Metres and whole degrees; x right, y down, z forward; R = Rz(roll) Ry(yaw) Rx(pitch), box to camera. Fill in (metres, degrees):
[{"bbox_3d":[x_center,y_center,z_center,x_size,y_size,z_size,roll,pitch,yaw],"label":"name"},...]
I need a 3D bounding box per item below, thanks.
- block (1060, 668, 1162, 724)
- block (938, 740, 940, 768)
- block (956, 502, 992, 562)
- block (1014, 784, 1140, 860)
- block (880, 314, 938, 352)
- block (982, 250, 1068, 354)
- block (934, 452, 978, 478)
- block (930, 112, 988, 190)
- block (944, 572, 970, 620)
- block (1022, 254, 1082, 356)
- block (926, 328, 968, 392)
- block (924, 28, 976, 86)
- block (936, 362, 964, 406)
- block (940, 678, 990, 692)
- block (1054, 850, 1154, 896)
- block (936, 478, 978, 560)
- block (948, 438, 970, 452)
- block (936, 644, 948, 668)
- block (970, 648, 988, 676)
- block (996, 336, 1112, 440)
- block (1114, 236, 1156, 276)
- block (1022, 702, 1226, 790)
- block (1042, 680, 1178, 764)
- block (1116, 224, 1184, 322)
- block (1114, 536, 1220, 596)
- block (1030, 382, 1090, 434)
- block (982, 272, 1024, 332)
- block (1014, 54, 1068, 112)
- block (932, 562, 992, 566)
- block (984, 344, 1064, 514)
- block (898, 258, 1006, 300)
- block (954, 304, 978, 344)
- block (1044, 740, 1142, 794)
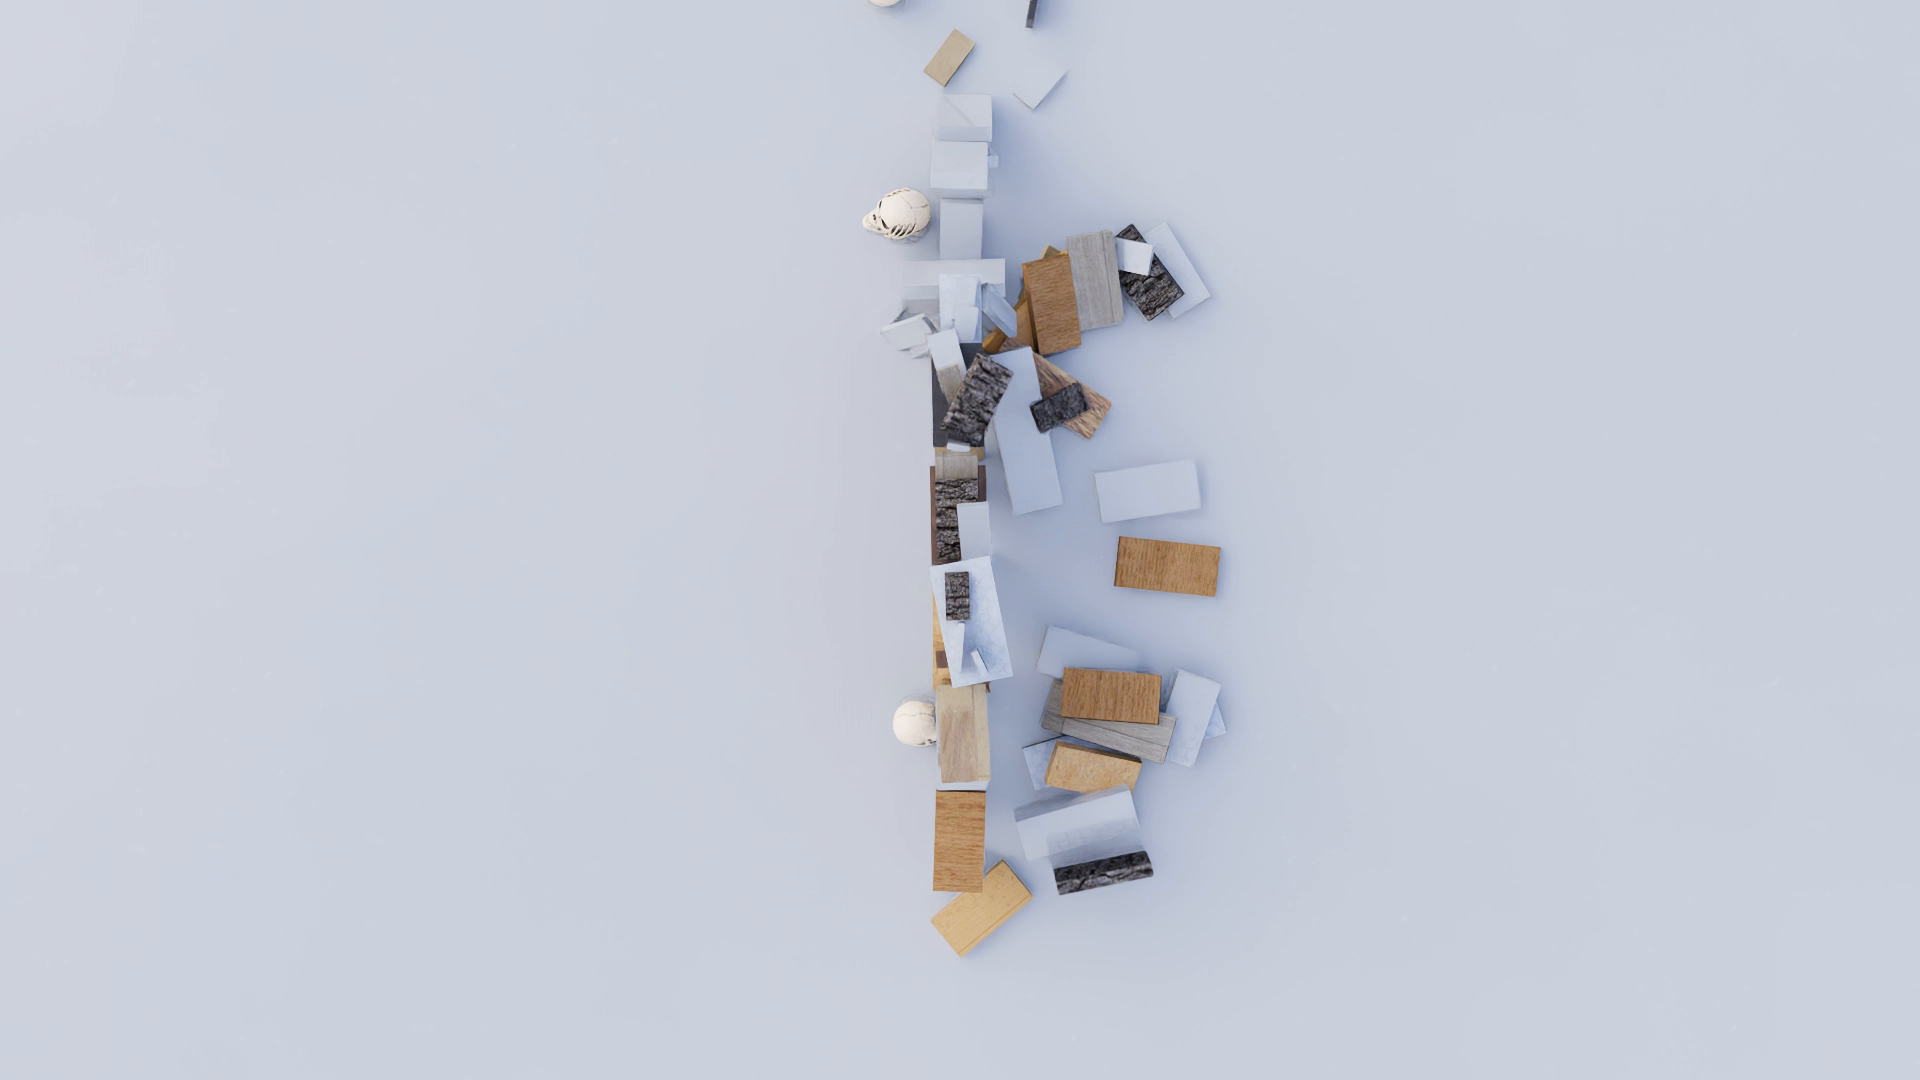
[{"bbox_3d":[0.494,0.511,5.391,0.317,0.045,0.158,3,79,10],"label":"block"},{"bbox_3d":[0.006,0.638,4.983,0.144,0.330,0.041,-2,91,0],"label":"block"},{"bbox_3d":[0.046,-0.022,5.017,0.095,0.027,0.189,-5,115,1],"label":"block"},{"bbox_3d":[0.387,0.932,5.446,0.387,0.044,0.157,-16,112,1],"label":"block"},{"bbox_3d":[-0.165,-0.681,5.414,0.090,0.180,0.026,49,46,-31],"label":"block"},{"bbox_3d":[0.261,-0.748,5.445,0.152,0.043,0.418,41,90,-27],"label":"block"},{"bbox_3d":[-0.009,-0.144,5.034,0.127,0.036,0.255,-2,115,0],"label":"block"},{"bbox_3d":[0.001,-1.239,5.224,0.171,0.614,0.048,2,121,0],"label":"block"},{"bbox_3d":[-0.007,0.160,4.694,0.069,0.020,0.138,-2,90,0],"label":"block"},{"bbox_3d":[0.302,-0.771,5.404,0.152,0.043,0.303,-16,113,-15],"label":"block"},{"bbox_3d":[-0.036,-0.557,5.118,0.090,0.026,0.180,-16,90,0],"label":"block"},{"bbox_3d":[-0.035,-1.605,5.488,0.086,0.024,0.173,37,90,0],"label":"block"},{"bbox_3d":[-0.020,-0.474,5.091,0.068,0.019,0.136,-20,117,0],"label":"block"},{"bbox_3d":[0.017,0.438,4.961,0.144,0.287,0.041,-3,87,0],"label":"block"},{"bbox_3d":[0.470,1.093,5.420,0.313,0.157,0.044,-12,94,0],"label":"block"},{"bbox_3d":[-0.009,-0.064,5.032,0.127,0.036,0.255,-1,115,0],"label":"block"},{"bbox_3d":[-0.005,-0.289,5.063,0.068,0.136,0.019,11,98,-2],"label":"block"},{"bbox_3d":[0.018,0.340,4.929,0.175,0.352,0.050,-3,90,0],"label":"block"},{"bbox_3d":[0.055,0.341,4.635,0.020,0.138,0.069,-26,90,0],"label":"block"},{"bbox_3d":[0.291,-0.502,5.432,0.418,0.041,0.144,32,95,-12],"label":"block"},{"bbox_3d":[0.534,-0.938,5.418,0.198,0.028,0.099,15,108,18],"label":"block"},{"bbox_3d":[0.545,0.665,5.479,0.662,0.041,0.145,-17,90,0],"label":"block"},{"bbox_3d":[0.490,0.600,5.421,0.416,0.045,0.158,16,82,13],"label":"block"},{"bbox_3d":[0.596,-0.882,5.445,0.144,0.041,0.288,-37,87,26],"label":"block"},{"bbox_3d":[0.687,0.088,5.476,0.333,0.047,0.167,6,90,0],"label":"block"},{"bbox_3d":[0.326,-0.433,5.383,0.189,0.027,0.095,-28,109,-18],"label":"block"},{"bbox_3d":[0.152,-0.782,5.486,0.099,0.028,0.198,40,90,0],"label":"block"},{"bbox_3d":[0.267,-1.523,5.488,0.086,0.024,0.173,41,90,0],"label":"block"},{"bbox_3d":[0.007,0.097,4.929,0.176,0.351,0.050,-2,90,0],"label":"block"},{"bbox_3d":[0.203,-0.359,5.408,0.166,0.047,0.533,-13,104,-2],"label":"block"},{"bbox_3d":[-0.024,-0.851,5.374,0.341,0.171,0.048,-1,127,2],"label":"block"},{"bbox_3d":[0.016,-0.667,5.176,0.067,0.019,0.134,9,103,-1],"label":"block"},{"bbox_3d":[0.438,0.762,5.433,0.291,0.041,0.145,13,108,-10],"label":"block"}]
